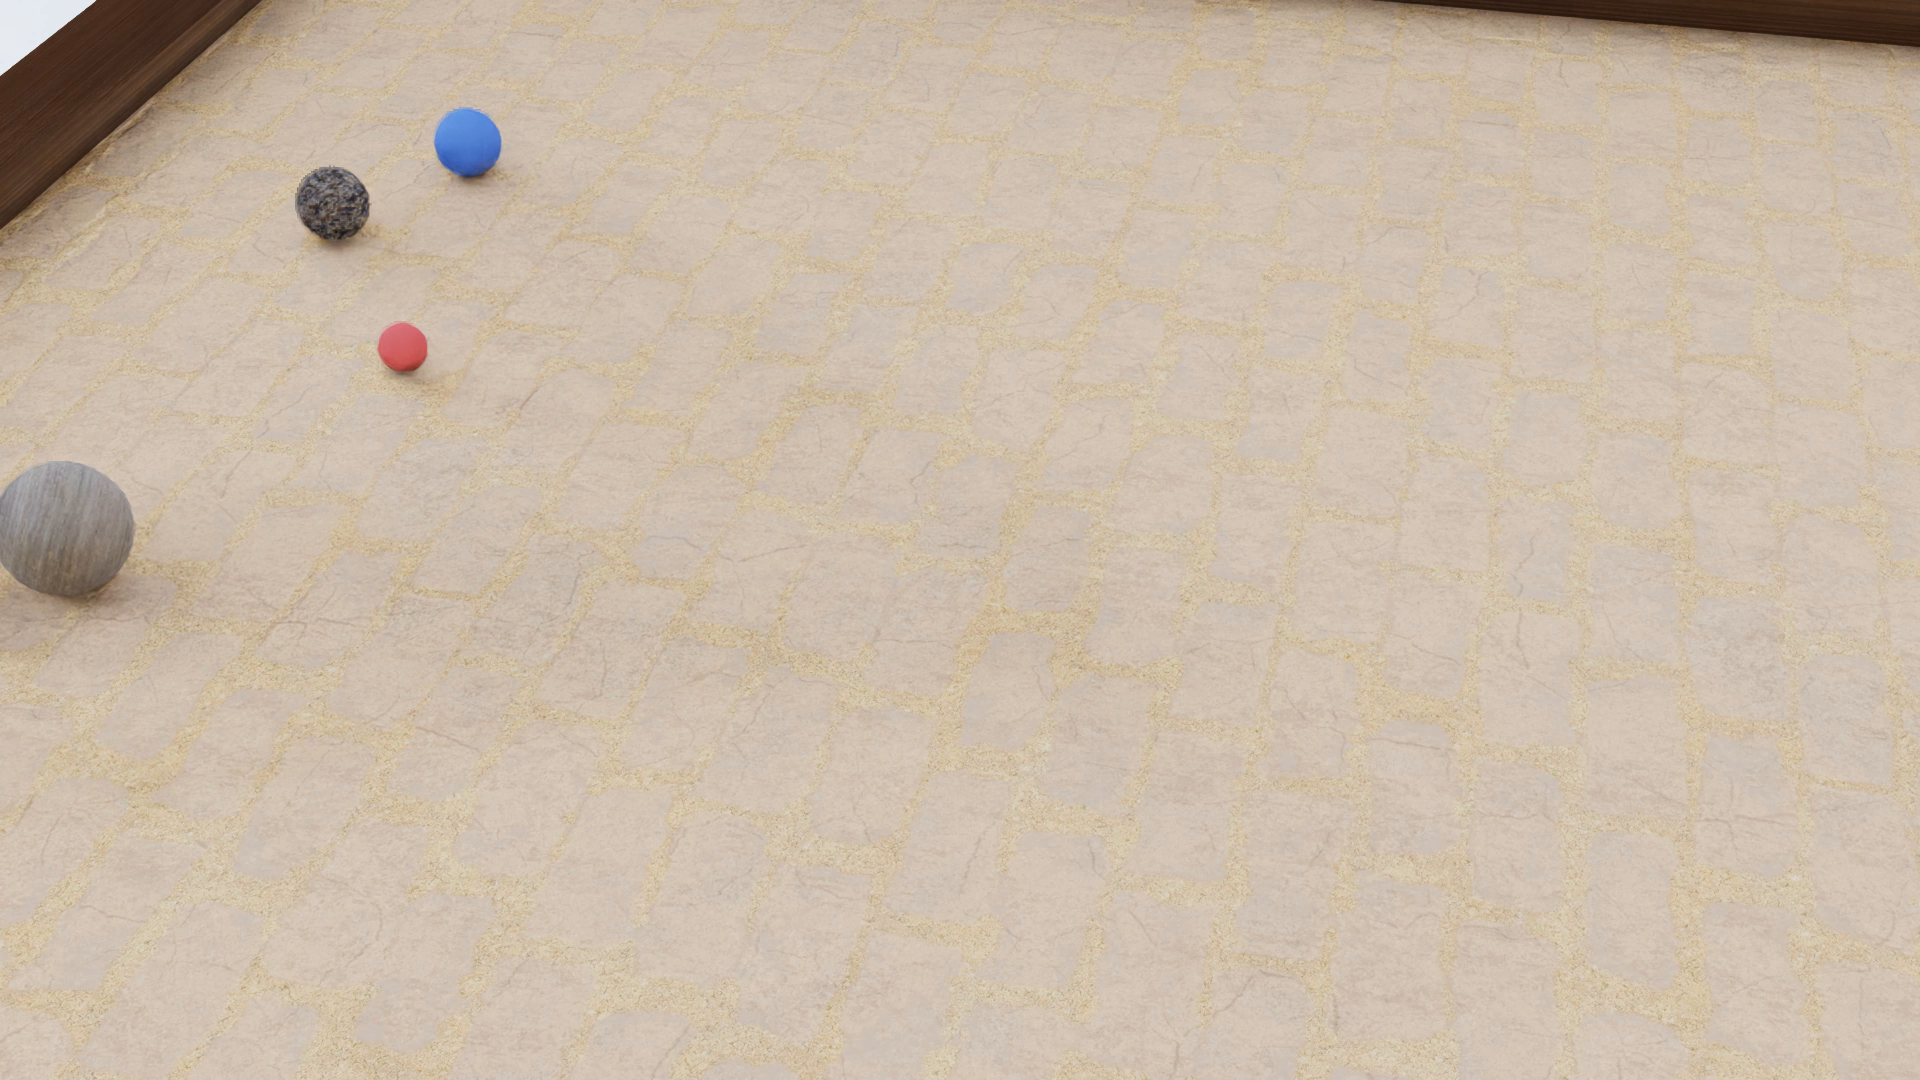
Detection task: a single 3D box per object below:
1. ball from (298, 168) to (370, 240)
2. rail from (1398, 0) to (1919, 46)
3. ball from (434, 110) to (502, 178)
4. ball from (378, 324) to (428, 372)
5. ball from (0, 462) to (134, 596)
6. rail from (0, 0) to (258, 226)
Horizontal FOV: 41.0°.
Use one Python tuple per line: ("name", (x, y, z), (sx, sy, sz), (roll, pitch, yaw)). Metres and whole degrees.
("ball", (-0.569, -0.305, 2.334), (0.065, 0.065, 0.065), (0, 35, 0))
("rail", (1.210, -0.535, 2.610), (3.940, 0.128, 0.045), (7, 35, 10))
("ball", (-0.468, -0.377, 2.439), (0.063, 0.063, 0.063), (0, 35, 0))
("ball", (-0.466, -0.161, 2.144), (0.041, 0.041, 0.041), (0, 35, 0))
("ball", (-0.654, -0.008, 1.872), (0.099, 0.099, 0.099), (0, 35, 0))
("rail", (-0.938, -0.147, 2.046), (0.045, 0.128, 2.323), (7, 35, 10))
